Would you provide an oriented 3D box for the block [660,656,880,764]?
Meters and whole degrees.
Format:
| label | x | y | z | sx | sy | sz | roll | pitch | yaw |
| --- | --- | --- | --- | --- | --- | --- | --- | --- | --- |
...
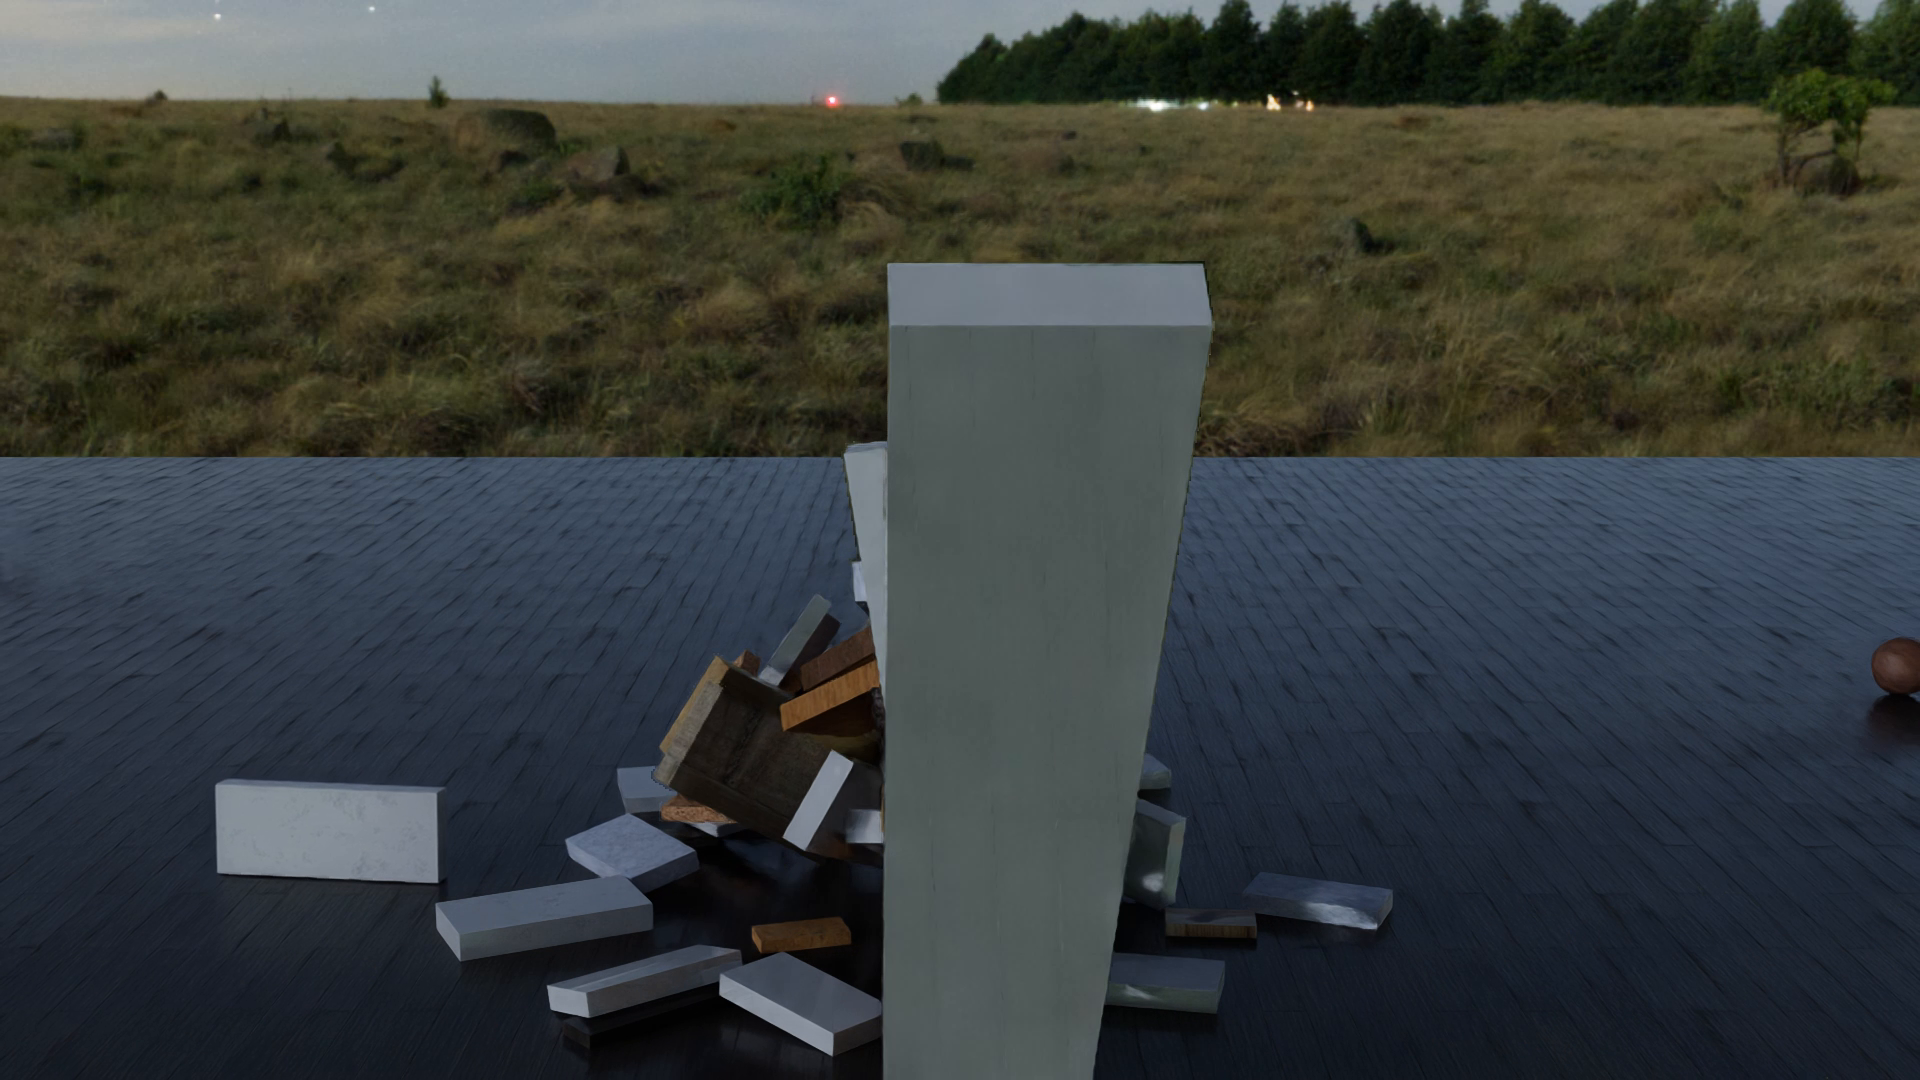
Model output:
| label | x | y | z | sx | sy | sz | roll | pitch | yaw |
| --- | --- | --- | --- | --- | --- | --- | --- | --- | --- |
| block | -0.312 | 0.345 | 3.672 | 0.353 | 0.176 | 0.050 | 31 | 1 | -38 |

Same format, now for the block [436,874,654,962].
| label | x | y | z | sx | sy | sz | roll | pitch | yaw |
| --- | --- | --- | --- | --- | --- | --- | --- | --- | --- |
| block | -0.661 | 0.599 | 3.500 | 0.310 | 0.044 | 0.155 | -5 | 12 | -26 |

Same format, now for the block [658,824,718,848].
| label | x | y | z | sx | sy | sz | roll | pitch | yaw |
| --- | --- | --- | --- | --- | --- | --- | --- | --- | --- |
| block | -0.514 | 0.533 | 3.917 | 0.150 | 0.021 | 0.075 | -6 | 12 | -29 |

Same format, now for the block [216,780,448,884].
| label | x | y | z | sx | sy | sz | roll | pitch | yaw |
| --- | --- | --- | --- | --- | --- | --- | --- | --- | --- |
| block | -1.071 | 0.495 | 3.747 | 0.393 | 0.155 | 0.044 | 1 | 6 | 7 |

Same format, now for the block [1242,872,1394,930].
| label | x | y | z | sx | sy | sz | roll | pitch | yaw |
| --- | --- | --- | --- | --- | --- | --- | --- | --- | --- |
| block | 0.583 | 0.588 | 3.591 | 0.223 | 0.032 | 0.112 | 5 | 11 | 23 |

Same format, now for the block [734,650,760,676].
| label | x | y | z | sx | sy | sz | roll | pitch | yaw |
| --- | --- | --- | --- | --- | --- | --- | --- | --- | --- |
| block | -0.429 | 0.304 | 4.007 | 0.035 | 0.123 | 0.247 | 39 | 19 | -13 |

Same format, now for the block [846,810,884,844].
| label | x | y | z | sx | sy | sz | roll | pitch | yaw |
| --- | --- | --- | --- | --- | --- | --- | --- | --- | --- |
| block | -0.033 | 0.452 | 3.462 | 0.173 | 0.049 | 0.346 | -2 | -8 | 20 |

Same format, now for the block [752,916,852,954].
| label | x | y | z | sx | sy | sz | roll | pitch | yaw |
| --- | --- | --- | --- | --- | --- | --- | --- | --- | --- |
| block | -0.249 | 0.620 | 3.452 | 0.143 | 0.020 | 0.072 | -3 | 11 | -17 |

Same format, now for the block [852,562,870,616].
| label | x | y | z | sx | sy | sz | roll | pitch | yaw |
| --- | --- | --- | --- | --- | --- | --- | --- | --- | --- |
| block | -0.020 | 0.065 | 2.487 | 0.154 | 0.044 | 0.308 | -5 | -11 | 6 |

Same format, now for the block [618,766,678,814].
| label | x | y | z | sx | sy | sz | roll | pitch | yaw |
| --- | --- | --- | --- | --- | --- | --- | --- | --- | --- |
| block | -0.598 | 0.476 | 4.208 | 0.099 | 0.028 | 0.203 | -2 | 11 | -13 |

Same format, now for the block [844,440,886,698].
| label | x | y | z | sx | sy | sz | roll | pitch | yaw |
| --- | --- | --- | --- | --- | --- | --- | --- | --- | --- |
| block | -0.019 | 0.045 | 2.299 | 0.154 | 0.308 | 0.044 | -7 | 13 | 5 |

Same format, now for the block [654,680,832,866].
| label | x | y | z | sx | sy | sz | roll | pitch | yaw |
| --- | --- | --- | --- | --- | --- | --- | --- | --- | --- |
| block | -0.318 | 0.385 | 3.607 | 0.353 | 0.176 | 0.050 | 34 | -9 | -38 |

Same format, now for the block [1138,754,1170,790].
| label | x | y | z | sx | sy | sz | roll | pitch | yaw |
| --- | --- | --- | --- | --- | --- | --- | --- | --- | --- |
| block | 0.273 | 0.458 | 4.285 | 0.247 | 0.035 | 0.123 | -3 | 11 | -15 |

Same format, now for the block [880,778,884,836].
| label | x | y | z | sx | sy | sz | roll | pitch | yaw |
| --- | --- | --- | --- | --- | --- | --- | --- | --- | --- |
| block | -0.002 | 0.250 | 2.611 | 0.168 | 0.048 | 0.336 | -5 | 25 | 3 |

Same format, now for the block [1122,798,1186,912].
| label | x | y | z | sx | sy | sz | roll | pitch | yaw |
| --- | --- | --- | --- | --- | --- | --- | --- | --- | --- |
| block | 0.229 | 0.485 | 3.668 | 0.310 | 0.155 | 0.044 | 20 | 24 | 36 |

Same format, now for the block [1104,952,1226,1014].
| label | x | y | z | sx | sy | sz | roll | pitch | yaw |
| --- | --- | --- | --- | --- | --- | --- | --- | --- | --- |
| block | 0.264 | 0.651 | 3.249 | 0.242 | 0.034 | 0.121 | 2 | 11 | 12 |

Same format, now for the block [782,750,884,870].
| label | x | y | z | sx | sy | sz | roll | pitch | yaw |
| --- | --- | --- | --- | --- | --- | --- | --- | --- | --- |
| block | -0.150 | 0.433 | 3.473 | 0.042 | 0.149 | 0.422 | 29 | -3 | 21 |

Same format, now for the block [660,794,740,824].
| label | x | y | z | sx | sy | sz | roll | pitch | yaw |
| --- | --- | --- | --- | --- | --- | --- | --- | --- | --- |
| block | -0.423 | 0.475 | 3.936 | 0.199 | 0.028 | 0.099 | -2 | 14 | 23 |

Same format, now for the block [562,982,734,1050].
| label | x | y | z | sx | sy | sz | roll | pitch | yaw |
| --- | --- | --- | --- | --- | --- | --- | --- | --- | --- |
| block | -0.413 | 0.671 | 3.177 | 0.328 | 0.020 | 0.072 | -9 | 14 | -41 |

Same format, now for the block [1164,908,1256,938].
| label | x | y | z | sx | sy | sz | roll | pitch | yaw |
| --- | --- | --- | --- | --- | --- | --- | --- | --- | --- |
| block | 0.399 | 0.610 | 3.504 | 0.143 | 0.020 | 0.072 | 1 | 11 | 4 |

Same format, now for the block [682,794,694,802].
| label | x | y | z | sx | sy | sz | roll | pitch | yaw |
| --- | --- | --- | --- | --- | --- | --- | --- | --- | --- |
| block | -0.403 | 0.399 | 3.850 | 0.123 | 0.035 | 0.247 | -46 | 13 | -25 |

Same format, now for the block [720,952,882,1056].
| label | x | y | z | sx | sy | sz | roll | pitch | yaw |
| --- | --- | --- | --- | --- | --- | --- | --- | --- | --- |
| block | -0.219 | 0.660 | 3.141 | 0.242 | 0.034 | 0.121 | 16 | 19 | 42 |

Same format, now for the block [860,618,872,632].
| label | x | y | z | sx | sy | sz | roll | pitch | yaw |
| --- | --- | --- | --- | --- | --- | --- | --- | --- | --- |
| block | -0.213 | 0.295 | 4.112 | 0.051 | 0.180 | 0.360 | 32 | 26 | -9 |

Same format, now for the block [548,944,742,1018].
| label | x | y | z | sx | sy | sz | roll | pitch | yaw |
| --- | --- | --- | --- | --- | --- | --- | --- | --- | --- |
| block | -0.457 | 0.641 | 3.207 | 0.253 | 0.036 | 0.126 | -9 | 1 | -36 |

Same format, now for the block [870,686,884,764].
| label | x | y | z | sx | sy | sz | roll | pitch | yaw |
| --- | --- | --- | --- | --- | --- | --- | --- | --- | --- |
| block | -0.036 | 0.374 | 3.244 | 0.131 | 0.037 | 0.371 | -5 | 53 | -12 |

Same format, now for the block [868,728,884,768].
| label | x | y | z | sx | sy | sz | roll | pitch | yaw |
| --- | --- | --- | --- | --- | --- | --- | --- | --- | --- |
| block | -0.172 | 0.412 | 3.887 | 0.051 | 0.180 | 0.360 | 32 | 0 | -12 |

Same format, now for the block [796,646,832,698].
| label | x | y | z | sx | sy | sz | roll | pitch | yaw |
| --- | --- | --- | --- | --- | --- | --- | --- | --- | --- |
| block | -0.278 | 0.342 | 3.976 | 0.050 | 0.176 | 0.353 | 32 | 19 | -10 |

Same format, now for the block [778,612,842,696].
| label | x | y | z | sx | sy | sz | roll | pitch | yaw |
| --- | --- | --- | --- | --- | --- | --- | --- | --- | --- |
| block | -0.304 | 0.245 | 4.149 | 0.037 | 0.130 | 0.260 | 35 | 24 | -3 |

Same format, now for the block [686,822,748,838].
| label | x | y | z | sx | sy | sz | roll | pitch | yaw |
| --- | --- | --- | --- | --- | --- | --- | --- | --- | --- |
| block | -0.437 | 0.499 | 3.948 | 0.075 | 0.021 | 0.150 | -15 | 14 | -32 |

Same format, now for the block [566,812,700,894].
| label | x | y | z | sx | sy | sz | roll | pitch | yaw |
| --- | --- | --- | --- | --- | --- | --- | --- | --- | --- |
| block | -0.564 | 0.539 | 3.775 | 0.126 | 0.036 | 0.253 | -21 | 20 | -31 |

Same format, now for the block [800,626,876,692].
| label | x | y | z | sx | sy | sz | roll | pitch | yaw |
| --- | --- | --- | --- | --- | --- | --- | --- | --- | --- |
| block | -0.104 | 0.173 | 3.390 | 0.146 | 0.041 | 0.292 | 7 | -25 | -37 |

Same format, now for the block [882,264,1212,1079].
| label | x | y | z | sx | sy | sz | roll | pitch | yaw |
| --- | --- | --- | --- | --- | --- | --- | --- | --- | --- |
| block | 0.020 | 0.368 | 1.612 | 0.154 | 1.477 | 0.044 | 0 | 49 | -2 |

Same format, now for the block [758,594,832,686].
| label | x | y | z | sx | sy | sz | roll | pitch | yaw |
| --- | --- | --- | --- | --- | --- | --- | --- | --- | --- |
| block | -0.329 | 0.218 | 4.134 | 0.037 | 0.130 | 0.260 | 35 | 34 | -3 |

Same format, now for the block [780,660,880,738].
| label | x | y | z | sx | sy | sz | roll | pitch | yaw |
| --- | --- | --- | --- | --- | --- | --- | --- | --- | --- |
| block | -0.127 | 0.240 | 3.435 | 0.149 | 0.042 | 0.299 | 11 | -28 | -43 |
